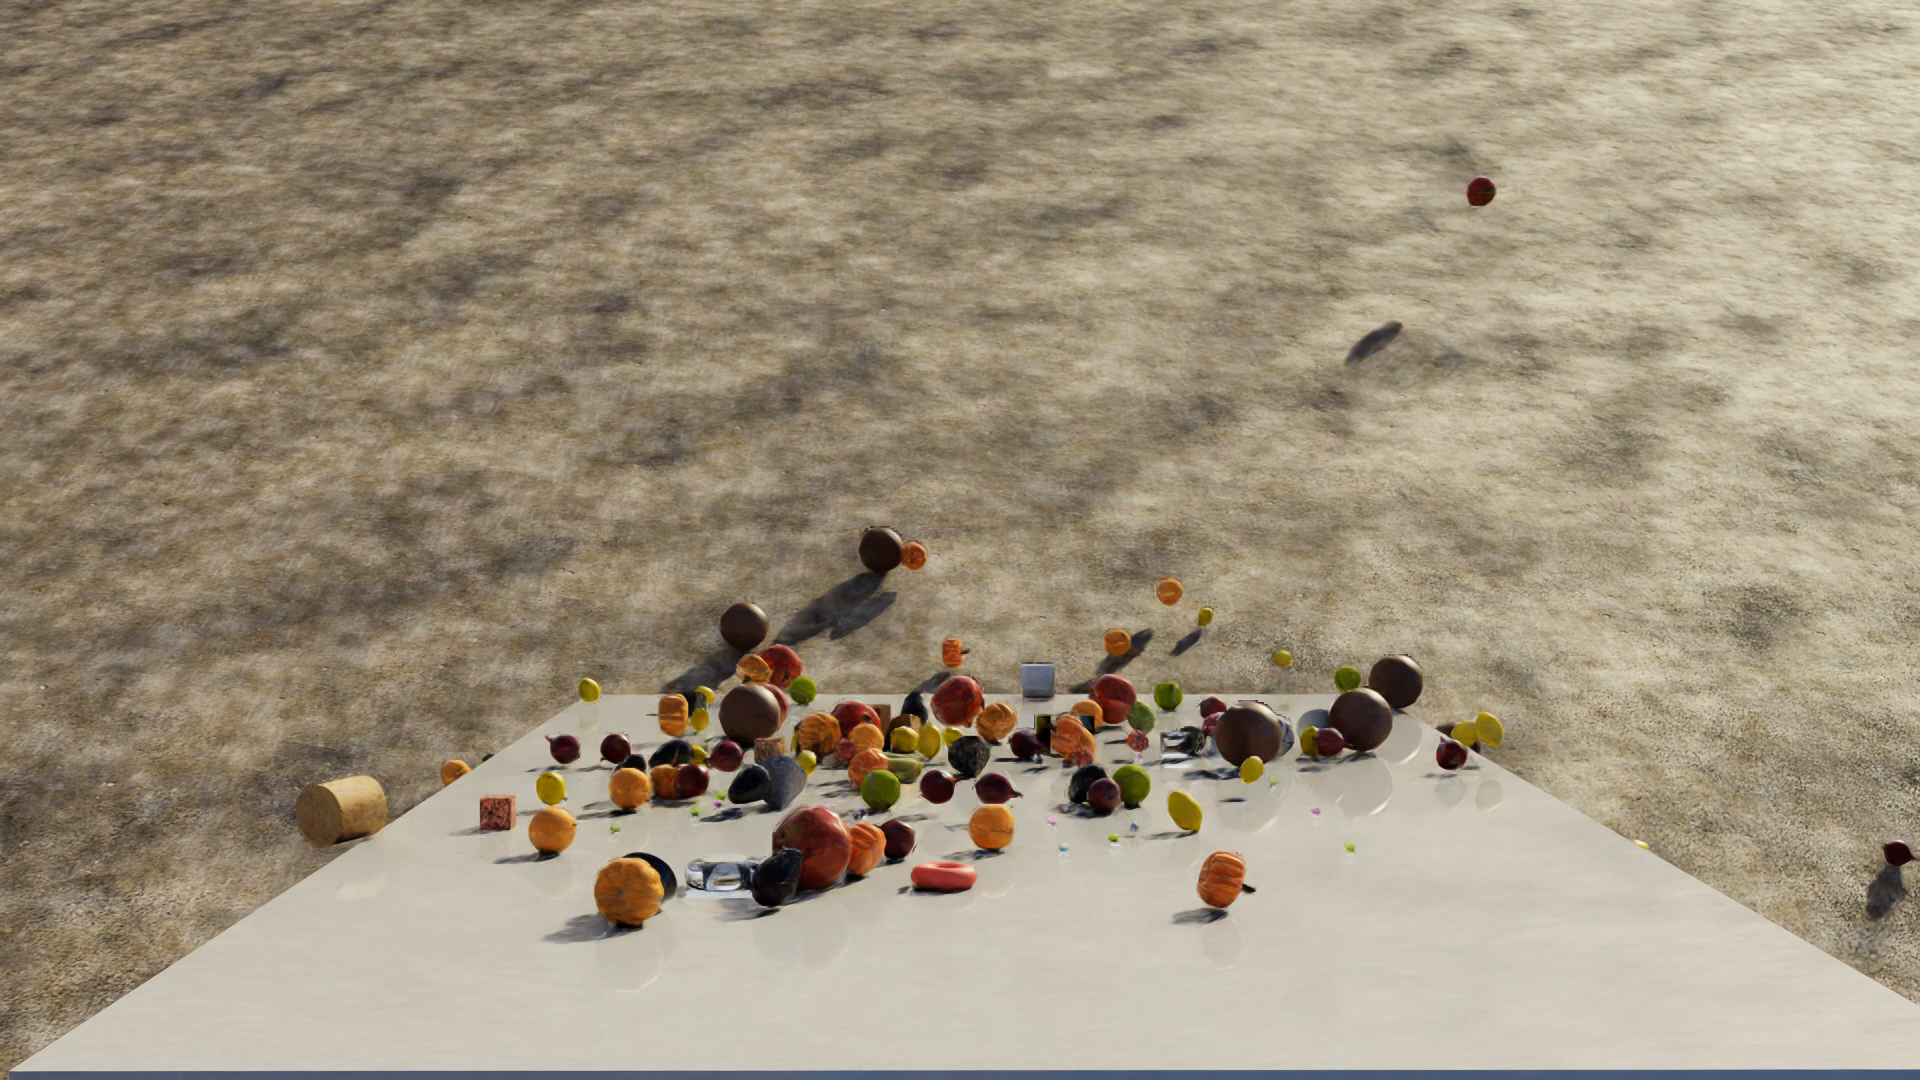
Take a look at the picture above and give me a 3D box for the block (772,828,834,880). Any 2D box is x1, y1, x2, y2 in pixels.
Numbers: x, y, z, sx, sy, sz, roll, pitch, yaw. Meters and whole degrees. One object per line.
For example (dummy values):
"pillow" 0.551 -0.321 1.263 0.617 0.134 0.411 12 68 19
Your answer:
"block" -0.226 0.453 3.726 0.065 0.065 0.065 1 1 23

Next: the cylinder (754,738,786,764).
"cylinder" -0.376 0.415 5.087 0.050 0.050 0.050 -1 24 12

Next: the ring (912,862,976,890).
"ring" -0.023 0.474 3.632 0.093 0.031 0.093 1 1 0

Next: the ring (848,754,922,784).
"ring" -0.140 0.427 4.821 0.140 0.047 0.140 1 1 0

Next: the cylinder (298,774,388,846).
"cylinder" -0.976 0.428 4.074 0.098 0.098 0.098 15 13 30

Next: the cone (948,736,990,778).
"cone" 0.024 0.429 4.888 0.084 0.084 0.084 -4 29 -8

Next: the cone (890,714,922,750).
"cone" -0.104 0.415 5.339 0.080 0.080 0.080 -8 31 -18

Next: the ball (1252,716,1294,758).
"ball" 0.632 0.395 5.188 0.084 0.084 0.084 0 25 0

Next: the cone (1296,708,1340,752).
"cone" 0.741 0.412 5.301 0.094 0.094 0.094 1 29 2

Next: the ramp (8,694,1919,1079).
"ramp" 0.056 0.509 4.551 2.000 0.100 4.000 0 2 0

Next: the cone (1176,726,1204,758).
"cone" 0.465 0.422 5.215 0.065 0.065 0.065 0 39 0

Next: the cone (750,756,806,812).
"cone" -0.311 0.441 4.439 0.099 0.099 0.099 -3 29 -6

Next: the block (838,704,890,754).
"block" -0.197 0.388 5.309 0.091 0.091 0.091 0 2 12

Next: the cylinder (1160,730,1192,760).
"cylinder" 0.429 0.408 5.128 0.053 0.053 0.053 7 24 -8

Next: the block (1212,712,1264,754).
"block" 0.571 0.395 5.305 0.076 0.076 0.076 -2 2 -38

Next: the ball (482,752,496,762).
"ball" -1.027 0.497 5.677 0.055 0.055 0.055 0 25 0

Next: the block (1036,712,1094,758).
"block" 0.213 0.396 5.221 0.082 0.082 0.082 -2 2 -39

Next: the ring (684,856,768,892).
"ring" -0.329 0.470 3.633 0.119 0.040 0.119 -1 1 0

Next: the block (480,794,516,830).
"block" -0.756 0.445 4.217 0.050 0.050 0.050 0 2 -1
